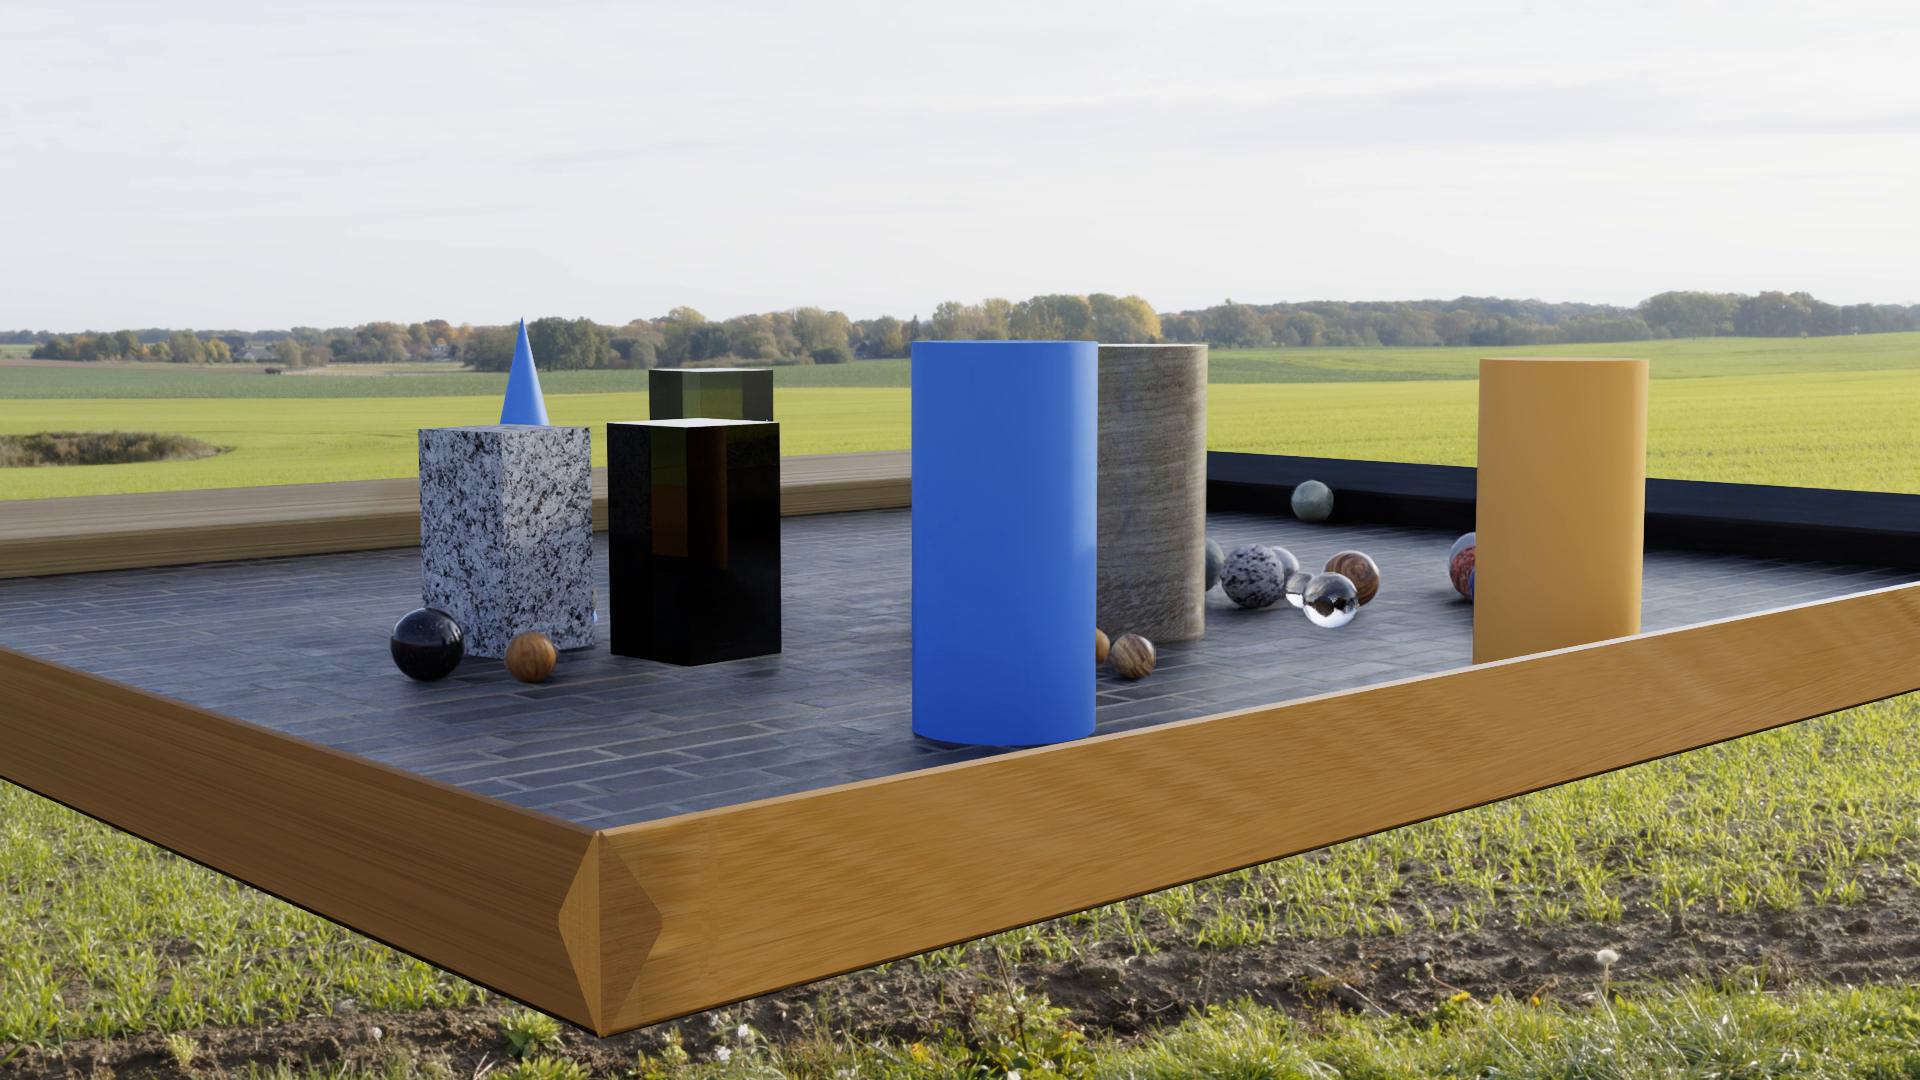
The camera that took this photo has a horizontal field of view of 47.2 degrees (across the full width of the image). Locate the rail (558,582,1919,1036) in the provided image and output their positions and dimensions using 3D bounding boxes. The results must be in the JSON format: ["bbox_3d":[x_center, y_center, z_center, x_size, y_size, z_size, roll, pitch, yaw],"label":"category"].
[{"bbox_3d":[0.881,0.132,2.382,3.038,0.127,0.045,-5,8,-42],"label":"rail"}]

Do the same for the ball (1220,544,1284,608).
[{"bbox_3d":[0.438,0.054,3.298,0.095,0.095,0.095,0,6,0],"label":"ball"}]

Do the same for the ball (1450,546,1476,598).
[{"bbox_3d":[0.798,0.051,3.390,0.083,0.083,0.083,0,6,0],"label":"ball"}]

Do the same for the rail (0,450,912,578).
[{"bbox_3d":[-0.881,-0.066,4.281,3.038,0.127,0.045,-5,8,-42],"label":"rail"}]

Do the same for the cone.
[{"bbox_3d":[-0.620,-0.102,3.136,0.196,0.438,0.196,0,6,0],"label":"cone"}]

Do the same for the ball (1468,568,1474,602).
[{"bbox_3d":[0.786,0.067,3.209,0.088,0.088,0.088,0,6,0],"label":"ball"}]

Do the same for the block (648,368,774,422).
[{"bbox_3d":[-0.441,-0.133,3.911,0.157,0.339,0.157,-5,8,-41],"label":"block"}]

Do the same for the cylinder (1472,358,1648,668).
[{"bbox_3d":[0.724,-0.025,2.657,0.196,0.386,0.196,0,6,0],"label":"cylinder"}]

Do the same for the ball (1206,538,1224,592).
[{"bbox_3d":[0.371,0.038,3.460,0.092,0.092,0.092,0,6,0],"label":"ball"}]

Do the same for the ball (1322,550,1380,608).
[{"bbox_3d":[0.583,0.059,3.283,0.087,0.087,0.087,0,6,0],"label":"ball"}]

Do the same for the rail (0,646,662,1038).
[{"bbox_3d":[-1.099,0.139,2.323,0.045,0.127,2.645,-5,8,-42],"label":"rail"}]

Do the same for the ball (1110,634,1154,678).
[{"bbox_3d":[0.208,0.141,2.664,0.054,0.054,0.054,0,6,0],"label":"ball"}]

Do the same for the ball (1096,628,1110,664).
[{"bbox_3d":[0.165,0.134,2.763,0.048,0.048,0.048,0,6,0],"label":"ball"}]

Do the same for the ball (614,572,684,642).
[{"bbox_3d":[-0.419,0.090,2.961,0.094,0.094,0.094,0,6,0],"label":"ball"}]

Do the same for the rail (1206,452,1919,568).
[{"bbox_3d":[1.099,-0.072,4.341,0.045,0.127,2.645,-5,8,-42],"label":"rail"}]

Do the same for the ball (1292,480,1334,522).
[{"bbox_3d":[0.741,-0.081,4.614,0.089,0.089,0.089,0,6,0],"label":"ball"}]

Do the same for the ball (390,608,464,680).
[{"bbox_3d":[-0.642,0.126,2.649,0.088,0.088,0.088,0,6,0],"label":"ball"}]

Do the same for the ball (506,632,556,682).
[{"bbox_3d":[-0.514,0.140,2.638,0.061,0.061,0.061,0,6,0],"label":"ball"}]

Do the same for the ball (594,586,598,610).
[{"bbox_3d":[-0.551,0.080,3.035,0.098,0.098,0.098,0,6,0],"label":"ball"}]

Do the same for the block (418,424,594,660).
[{"bbox_3d":[-0.598,-0.003,2.903,0.157,0.290,0.157,4,7,35],"label":"block"}]

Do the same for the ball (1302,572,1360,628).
[{"bbox_3d":[0.519,0.085,3.083,0.079,0.079,0.079,0,6,0],"label":"ball"}]

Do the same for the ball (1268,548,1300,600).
[{"bbox_3d":[0.481,0.052,3.376,0.082,0.082,0.082,0,6,0],"label":"ball"}]

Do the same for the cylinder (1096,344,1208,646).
[{"bbox_3d":[0.237,-0.067,3.000,0.196,0.397,0.196,0,6,0],"label":"cylinder"}]

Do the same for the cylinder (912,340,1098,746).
[{"bbox_3d":[0.047,-0.004,2.331,0.196,0.411,0.196,0,6,0],"label":"cylinder"}]

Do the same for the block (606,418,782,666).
[{"bbox_3d":[-0.343,-0.002,2.847,0.157,0.300,0.157,5,8,42],"label":"block"}]

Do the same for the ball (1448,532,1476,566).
[{"bbox_3d":[0.828,0.033,3.516,0.091,0.091,0.091,0,6,0],"label":"ball"}]

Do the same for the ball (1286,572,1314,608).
[{"bbox_3d":[0.515,0.075,3.294,0.054,0.054,0.054,0,6,0],"label":"ball"}]
